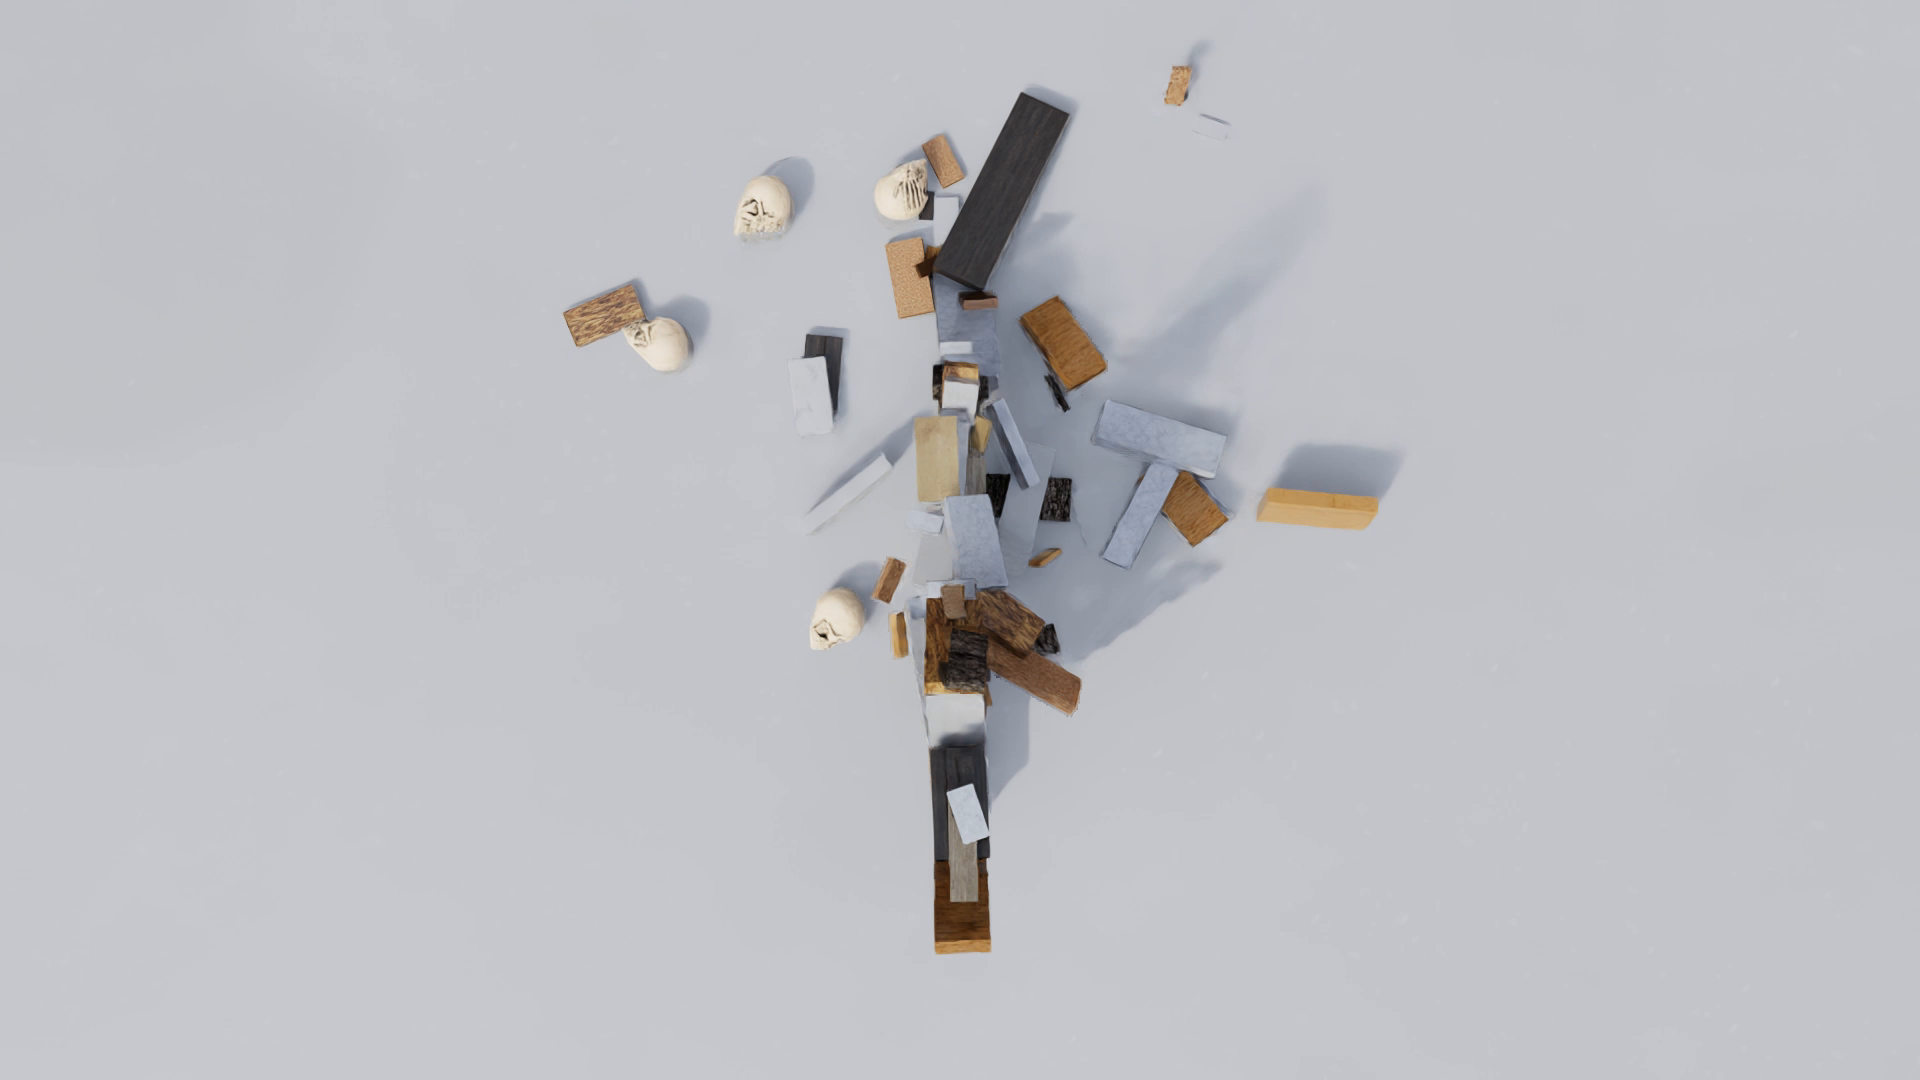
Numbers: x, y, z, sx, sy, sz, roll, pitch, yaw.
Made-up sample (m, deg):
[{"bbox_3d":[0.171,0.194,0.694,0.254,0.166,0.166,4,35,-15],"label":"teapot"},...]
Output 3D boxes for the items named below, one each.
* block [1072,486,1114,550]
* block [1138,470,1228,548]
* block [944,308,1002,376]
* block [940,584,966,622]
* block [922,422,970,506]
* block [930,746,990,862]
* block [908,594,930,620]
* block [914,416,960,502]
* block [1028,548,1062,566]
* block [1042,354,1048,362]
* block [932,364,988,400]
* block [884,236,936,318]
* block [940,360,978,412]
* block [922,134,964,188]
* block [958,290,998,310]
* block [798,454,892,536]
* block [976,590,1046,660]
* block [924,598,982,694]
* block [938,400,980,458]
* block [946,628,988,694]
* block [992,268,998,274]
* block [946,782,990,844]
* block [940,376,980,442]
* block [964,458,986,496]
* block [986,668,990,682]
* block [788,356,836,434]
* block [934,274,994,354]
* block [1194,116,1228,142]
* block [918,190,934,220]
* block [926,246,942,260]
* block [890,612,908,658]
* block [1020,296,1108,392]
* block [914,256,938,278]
[{"bbox_3d":[0.442,-0.075,5.486,0.096,0.027,0.193,-16,90,0],"label":"block"},{"bbox_3d":[0.736,-0.131,5.444,0.143,0.041,0.286,-38,77,1],"label":"block"},{"bbox_3d":[0.028,-0.665,5.357,0.175,0.050,0.350,-5,47,-4],"label":"block"},{"bbox_3d":[-0.019,0.178,4.642,0.057,0.016,0.113,-8,51,-6],"label":"block"},{"bbox_3d":[-0.043,-0.236,5.114,0.129,0.037,0.258,4,89,0],"label":"block"},{"bbox_3d":[0.001,0.727,4.547,0.151,0.043,0.302,-3,75,1],"label":"block"},{"bbox_3d":[-0.095,0.262,5.039,0.093,0.026,0.186,-12,93,13],"label":"block"},{"bbox_3d":[-0.070,-0.249,5.078,0.129,0.037,0.258,-2,89,0],"label":"block"},{"bbox_3d":[0.281,0.057,5.446,0.107,0.054,0.015,-33,113,-36],"label":"block"},{"bbox_3d":[0.331,-0.640,5.492,0.060,0.017,0.120,36,90,0],"label":"block"},{"bbox_3d":[0.000,-0.511,5.325,0.175,0.350,0.050,-1,106,0],"label":"block"},{"bbox_3d":[-0.165,-0.870,5.475,0.124,0.035,0.248,-11,90,7],"label":"block"},{"bbox_3d":[-0.003,-0.454,5.128,0.106,0.030,0.212,5,127,0],"label":"block"},{"bbox_3d":[-0.056,-1.259,5.489,0.080,0.023,0.159,-27,90,0],"label":"block"},{"bbox_3d":[0.055,-0.763,5.252,0.106,0.212,0.030,-5,105,-4],"label":"block"},{"bbox_3d":[-0.376,-0.148,5.410,0.357,0.179,0.051,-39,93,0],"label":"block"},{"bbox_3d":[0.115,0.227,5.003,0.273,0.039,0.136,36,58,-7],"label":"block"},{"bbox_3d":[-0.016,0.293,4.596,0.158,0.316,0.045,1,134,0],"label":"block"},{"bbox_3d":[-0.003,-0.319,5.223,0.129,0.037,0.258,0,91,0],"label":"block"},{"bbox_3d":[0.019,0.315,4.307,0.097,0.194,0.028,11,129,-4],"label":"block"},{"bbox_3d":[0.073,-0.926,5.492,0.052,0.015,0.104,-38,90,0],"label":"block"},{"bbox_3d":[0.021,0.739,4.459,0.075,0.021,0.150,-19,92,-5],"label":"block"},{"bbox_3d":[-0.005,-0.406,5.127,0.106,0.030,0.212,7,127,-2],"label":"block"},{"bbox_3d":[0.001,-0.095,5.153,0.160,0.045,0.320,0,89,0],"label":"block"},{"bbox_3d":[0.006,0.258,5.119,0.178,0.050,0.355,0,90,0],"label":"block"},{"bbox_3d":[-0.490,-0.476,5.446,0.122,0.035,0.245,-7,93,1],"label":"block"},{"bbox_3d":[0.011,-0.740,5.359,0.175,0.050,0.350,-3,47,-3],"label":"block"},{"bbox_3d":[0.836,-1.370,5.493,0.104,0.015,0.052,19,90,0],"label":"block"},{"bbox_3d":[-0.111,-1.114,5.493,0.048,0.014,0.095,3,90,0],"label":"block"},{"bbox_3d":[-0.068,-0.945,5.484,0.095,0.014,0.048,14,94,9],"label":"block"},{"bbox_3d":[-0.183,0.287,4.988,0.019,0.068,0.136,-5,92,21],"label":"block"},{"bbox_3d":[0.341,-0.648,5.435,0.146,0.041,0.292,-32,81,-20],"label":"block"},{"bbox_3d":[-0.103,-0.902,5.447,0.095,0.014,0.048,-31,102,-33],"label":"block"}]
